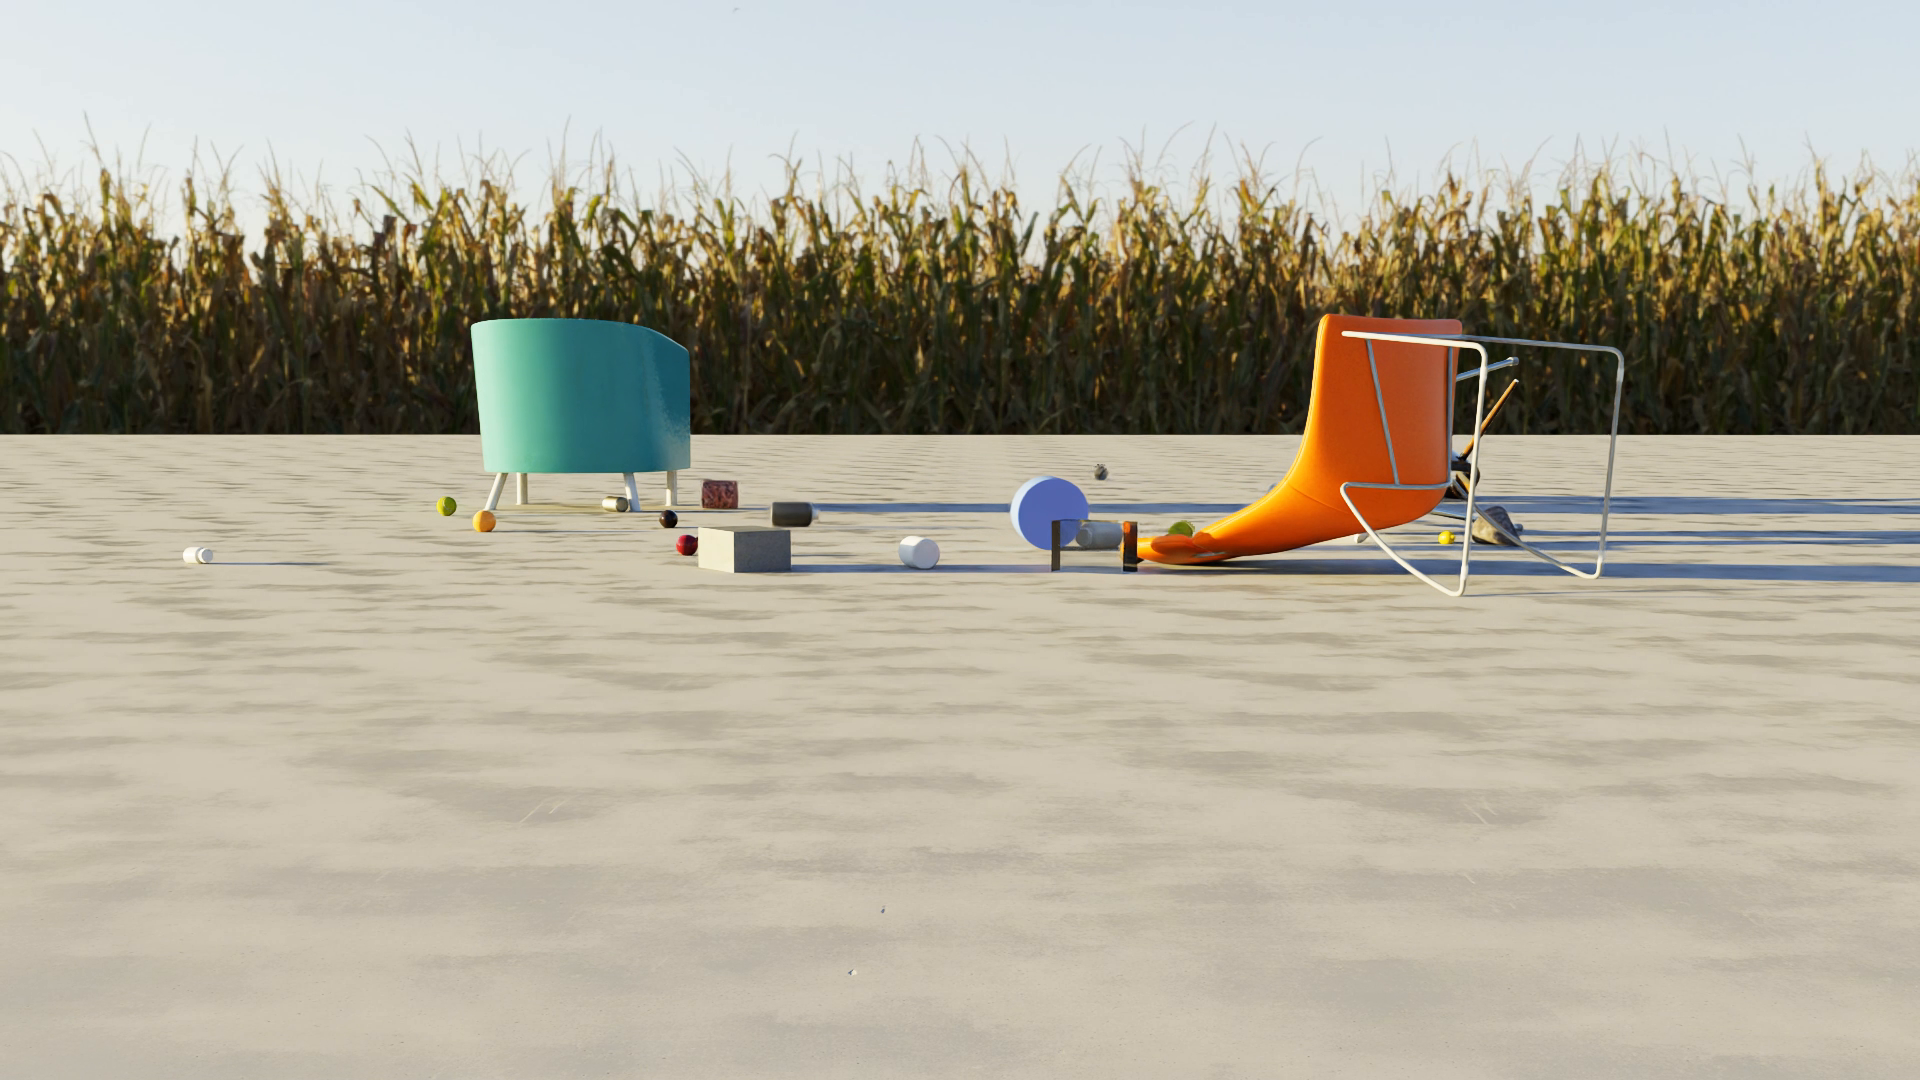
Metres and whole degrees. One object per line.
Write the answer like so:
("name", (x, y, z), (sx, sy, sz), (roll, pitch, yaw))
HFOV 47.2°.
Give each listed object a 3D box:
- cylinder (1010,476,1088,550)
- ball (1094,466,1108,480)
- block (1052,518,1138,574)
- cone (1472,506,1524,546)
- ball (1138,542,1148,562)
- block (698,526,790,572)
("cylinder", (0.252, -0.078, 6.218), (0.196, 0.204, 0.201), (41, 0, -6))
("ball", (0.693, -0.325, 10.792), (0.067, 0.067, 0.067), (0, 4, 0))
("block", (0.330, 0.016, 5.401), (0.194, 0.125, 0.085), (2, 4, 29))
("cone", (1.574, -0.013, 6.335), (0.144, 0.120, 0.136), (-11, 34, -33))
("ball", (0.454, 0.032, 5.668), (0.057, 0.057, 0.057), (0, 4, 0))
("block", (-0.540, 0.021, 5.502), (0.155, 0.100, 0.211), (-2, 5, -30))
